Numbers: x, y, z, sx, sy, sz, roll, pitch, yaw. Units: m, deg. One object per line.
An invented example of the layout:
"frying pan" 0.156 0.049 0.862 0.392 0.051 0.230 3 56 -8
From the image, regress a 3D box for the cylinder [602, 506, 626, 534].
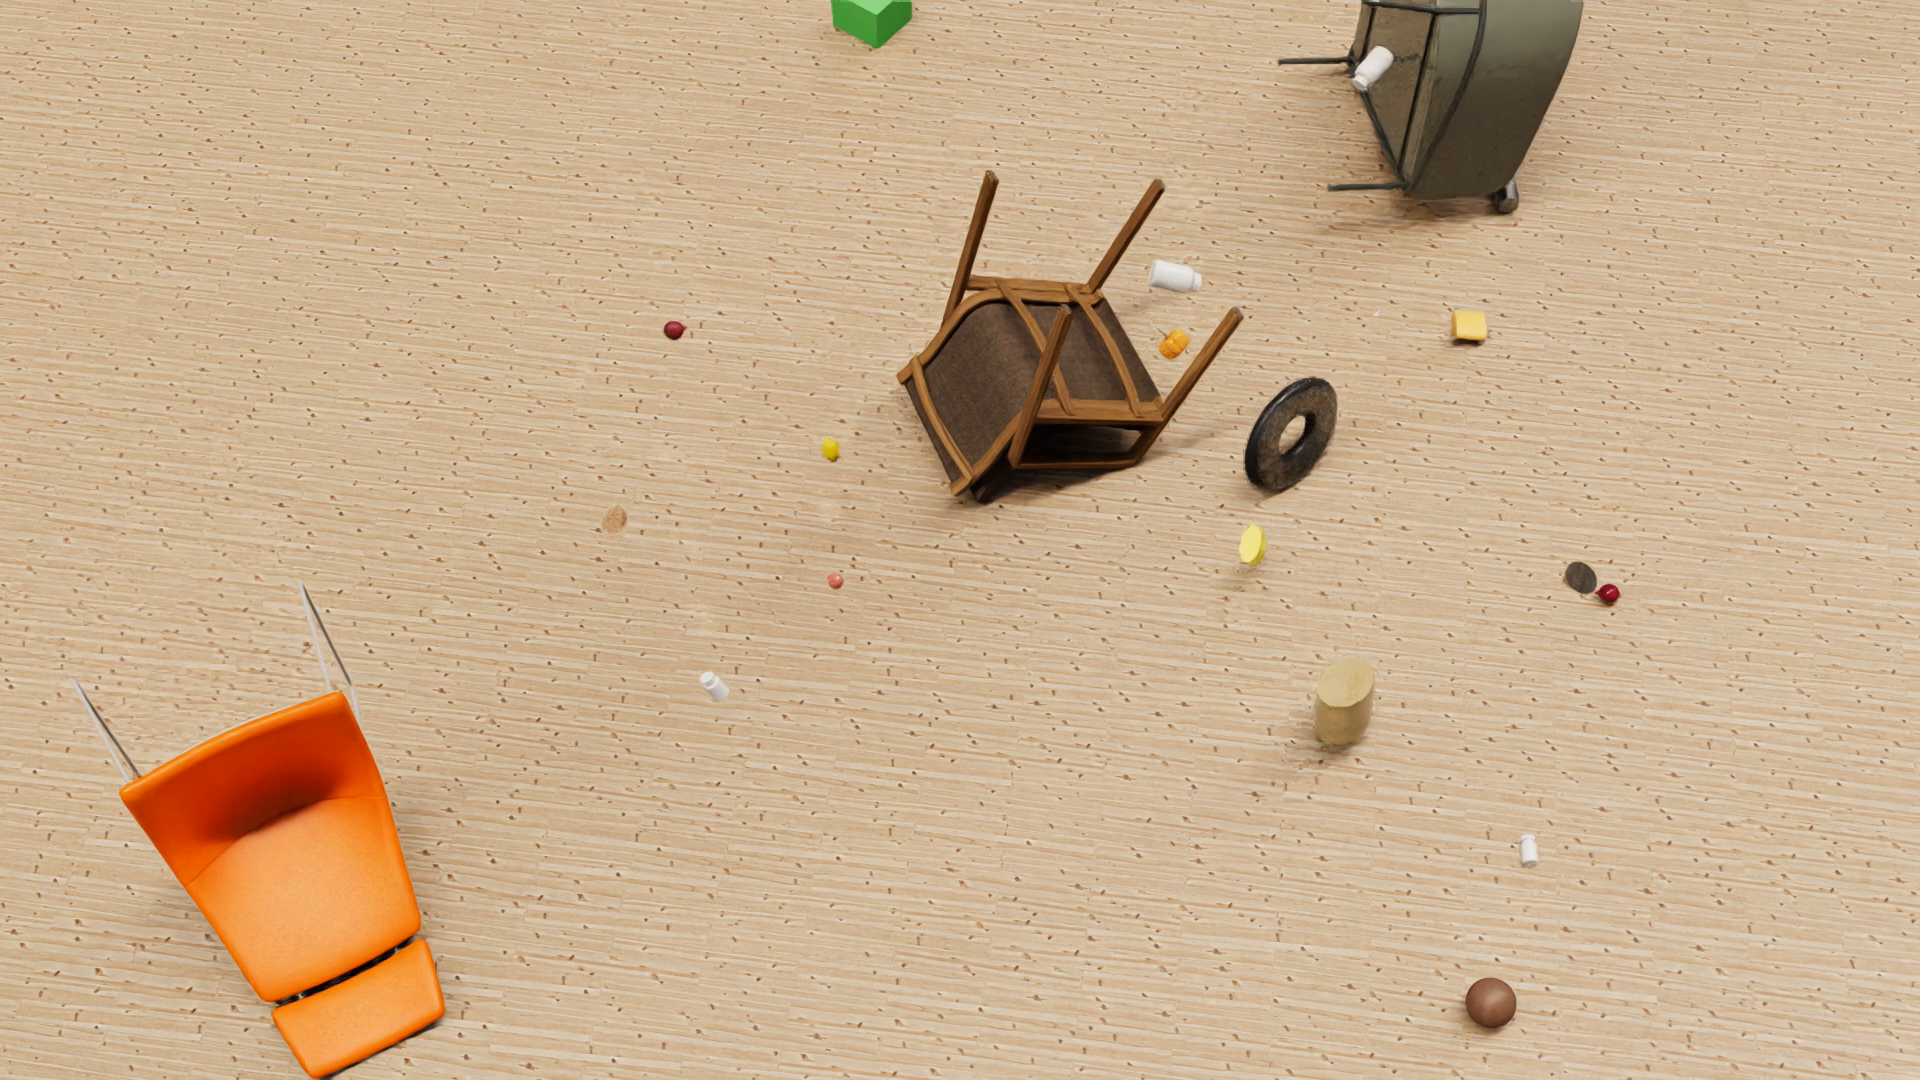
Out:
"cylinder" -0.989 -0.057 6.290 0.058 0.054 0.084 20 16 -5

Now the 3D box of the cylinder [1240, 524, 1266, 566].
"cylinder" 0.852 0.017 6.381 0.058 0.116 0.111 12 87 17

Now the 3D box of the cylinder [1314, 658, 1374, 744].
"cylinder" 1.062 0.447 6.089 0.143 0.144 0.205 19 44 25

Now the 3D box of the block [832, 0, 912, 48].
"block" -0.311 -1.886 7.743 0.204 0.160 0.197 32 62 20

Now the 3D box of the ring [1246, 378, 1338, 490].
"ring" 0.998 -0.318 6.613 0.389 0.314 0.066 -49 44 -9

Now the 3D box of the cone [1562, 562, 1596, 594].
"cone" 1.715 0.110 6.166 0.109 0.086 0.085 28 73 -17
